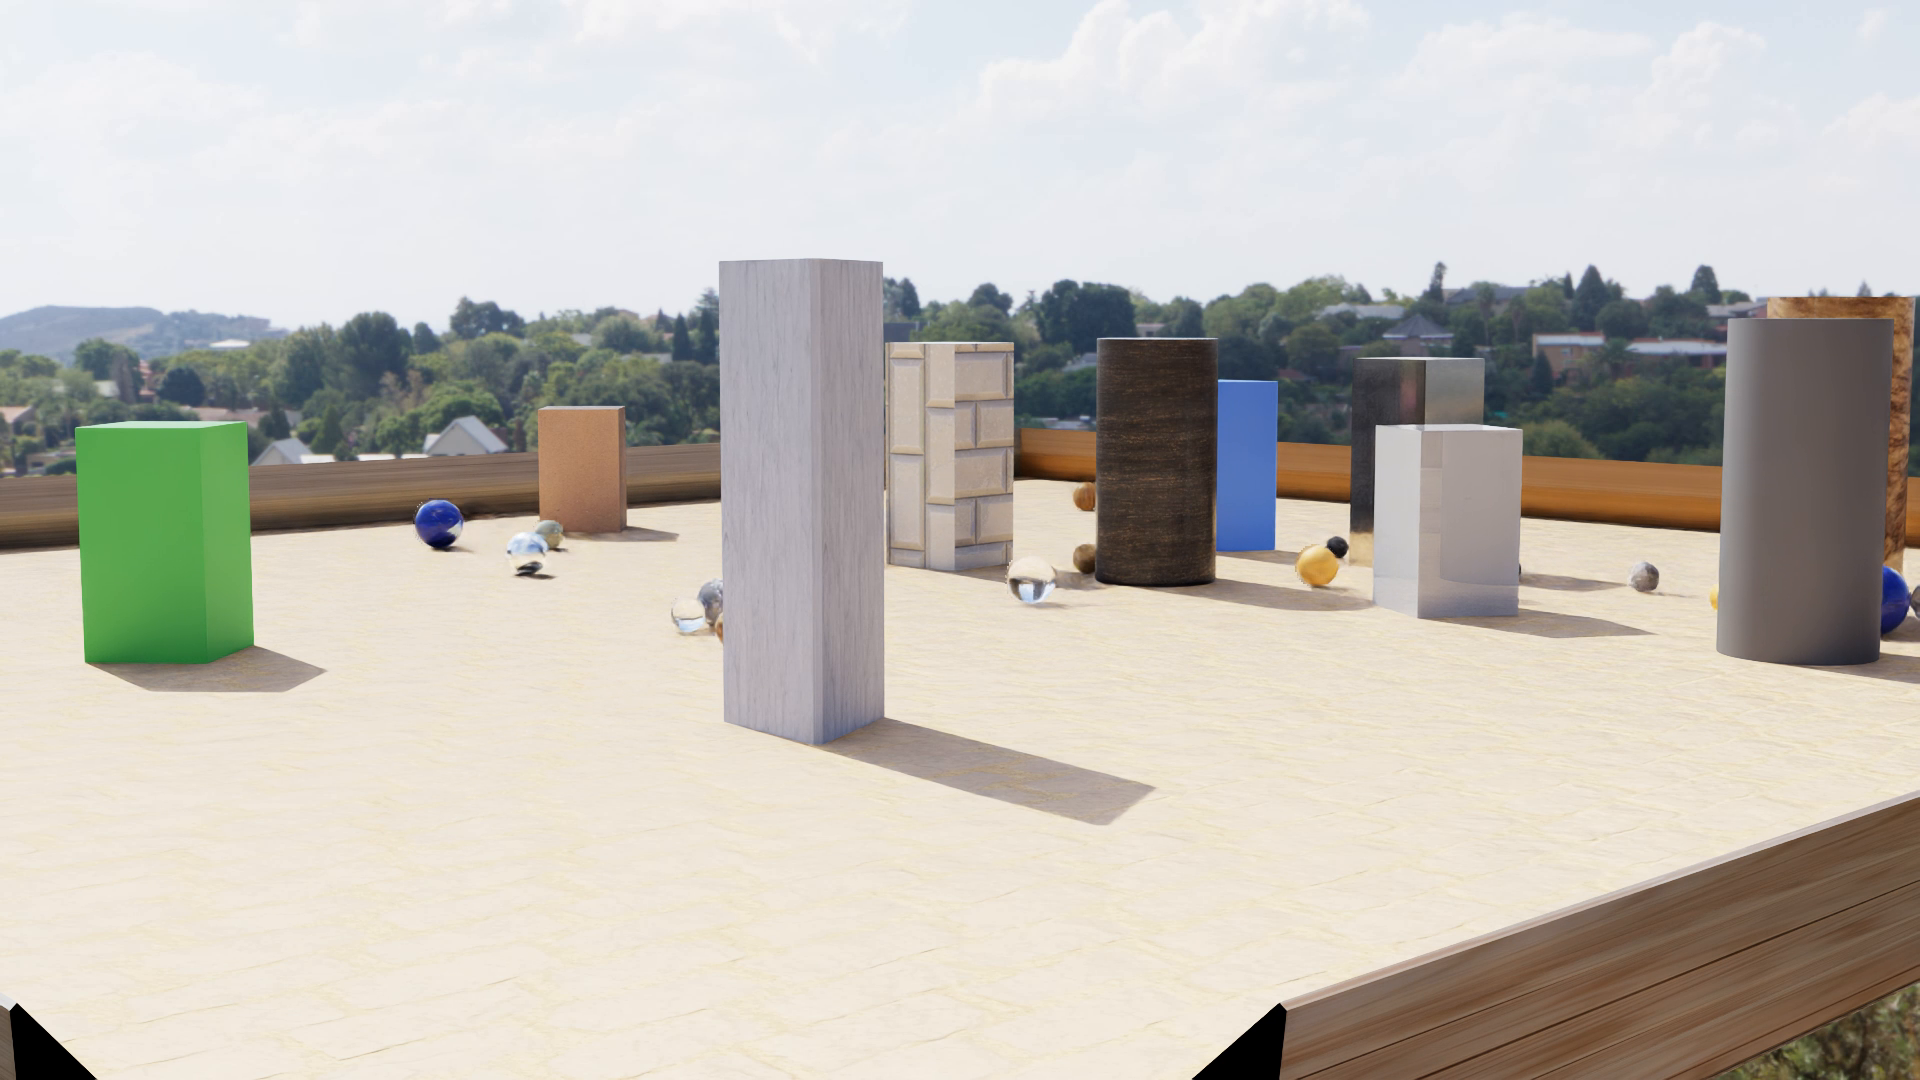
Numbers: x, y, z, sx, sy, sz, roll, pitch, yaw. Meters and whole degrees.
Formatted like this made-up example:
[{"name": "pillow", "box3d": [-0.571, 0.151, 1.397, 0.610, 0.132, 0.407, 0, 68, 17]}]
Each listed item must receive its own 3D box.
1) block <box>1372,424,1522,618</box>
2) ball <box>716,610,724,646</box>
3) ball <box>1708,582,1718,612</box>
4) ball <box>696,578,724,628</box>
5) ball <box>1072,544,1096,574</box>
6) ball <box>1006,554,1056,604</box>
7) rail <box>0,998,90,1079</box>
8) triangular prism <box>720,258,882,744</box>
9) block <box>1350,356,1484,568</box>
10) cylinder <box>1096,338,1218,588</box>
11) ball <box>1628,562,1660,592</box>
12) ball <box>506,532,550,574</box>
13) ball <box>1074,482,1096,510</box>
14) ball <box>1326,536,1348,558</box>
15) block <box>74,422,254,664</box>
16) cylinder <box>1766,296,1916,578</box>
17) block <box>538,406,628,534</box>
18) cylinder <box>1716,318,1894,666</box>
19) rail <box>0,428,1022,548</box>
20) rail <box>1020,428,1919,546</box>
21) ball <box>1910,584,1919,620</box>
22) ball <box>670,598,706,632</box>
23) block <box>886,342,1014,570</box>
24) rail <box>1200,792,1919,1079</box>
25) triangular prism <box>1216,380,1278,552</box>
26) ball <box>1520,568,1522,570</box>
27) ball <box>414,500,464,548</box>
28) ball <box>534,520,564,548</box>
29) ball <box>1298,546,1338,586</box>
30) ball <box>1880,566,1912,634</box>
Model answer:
[{"name": "block", "box3d": [0.724, -0.031, 3.277, 0.160, 0.273, 0.160, -1, 6, -13]}, {"name": "ball", "box3d": [-0.290, 0.115, 2.886, 0.062, 0.062, 0.062, 0, 6, 0]}, {"name": "ball", "box3d": [1.128, 0.084, 3.230, 0.053, 0.053, 0.053, 0, 6, 0]}, {"name": "ball", "box3d": [-0.336, 0.088, 3.099, 0.071, 0.071, 0.071, 0, 6, 0]}, {"name": "ball", "box3d": [0.217, 0.032, 3.739, 0.052, 0.052, 0.052, 0, 6, 0]}, {"name": "ball", "box3d": [0.109, 0.060, 3.356, 0.074, 0.074, 0.074, 0, 6, 0]}, {"name": "rail", "box3d": [-1.381, 0.166, 2.064, 0.045, 0.130, 3.638, -5, 8, -42]}, {"name": "triangular prism", "box3d": [-0.143, -0.048, 2.353, 0.150, 0.497, 0.173, -5, 8, -40]}, {"name": "block", "box3d": [0.797, -0.135, 3.839, 0.160, 0.363, 0.160, -5, 8, -39]}, {"name": "cylinder", "box3d": [0.325, -0.133, 3.636, 0.200, 0.400, 0.200, 0, 6, 0]}, {"name": "ball", "box3d": [1.085, 0.059, 3.489, 0.048, 0.048, 0.048, 0, 6, 0]}, {"name": "ball", "box3d": [-0.732, 0.022, 3.722, 0.074, 0.074, 0.074, 0, 6, 0]}, {"name": "ball", "box3d": [0.285, -0.097, 4.917, 0.063, 0.063, 0.063, 0, 6, 0]}, {"name": "ball", "box3d": [0.680, 0.014, 3.963, 0.040, 0.040, 0.040, 0, 6, 0]}, {"name": "block", "box3d": [-1.029, -0.001, 2.855, 0.160, 0.299, 0.160, 0, 6, 3]}, {"name": "cylinder", "box3d": [1.273, -0.120, 3.202, 0.200, 0.464, 0.200, 0, 6, 0]}, {"name": "block", "box3d": [-0.770, -0.146, 4.495, 0.160, 0.248, 0.160, 0, 6, -4]}, {"name": "cylinder", "box3d": [1.092, -0.068, 2.846, 0.200, 0.435, 0.200, 0, 6, 0]}, {"name": "rail", "box3d": [-1.218, -0.103, 4.644, 3.806, 0.130, 0.045, -5, 8, -42]}, {"name": "rail", "box3d": [1.381, -0.098, 4.599, 0.045, 0.130, 3.638, -5, 8, -42]}, {"name": "ball", "box3d": [1.385, 0.087, 3.116, 0.070, 0.070, 0.070, 0, 6, 0]}, {"name": "ball", "box3d": [-0.378, 0.104, 3.060, 0.049, 0.049, 0.049, 0, 6, 0]}, {"name": "block", "box3d": [-0.018, -0.152, 3.874, 0.160, 0.389, 0.160, 5, 8, 40]}, {"name": "rail", "box3d": [1.218, 0.170, 2.019, 3.806, 0.130, 0.045, -5, 8, -42]}, {"name": "triangular prism", "box3d": [0.490, -0.143, 4.152, 0.173, 0.314, 0.150, -1, 6, -12]}, {"name": "ball", "box3d": [0.902, 0.049, 3.620, 0.042, 0.042, 0.042, 0, 6, 0]}, {"name": "ball", "box3d": [-0.982, -0.030, 4.146, 0.090, 0.090, 0.090, 0, 6, 0]}, {"name": "ball", "box3d": [-0.771, -0.011, 4.129, 0.055, 0.055, 0.055, 0, 6, 0]}, {"name": "ball", "box3d": [0.580, 0.043, 3.565, 0.065, 0.065, 0.065, 0, 6, 0]}, {"name": "ball", "box3d": [1.256, 0.081, 3.029, 0.100, 0.100, 0.100, 0, 6, 0]}]
